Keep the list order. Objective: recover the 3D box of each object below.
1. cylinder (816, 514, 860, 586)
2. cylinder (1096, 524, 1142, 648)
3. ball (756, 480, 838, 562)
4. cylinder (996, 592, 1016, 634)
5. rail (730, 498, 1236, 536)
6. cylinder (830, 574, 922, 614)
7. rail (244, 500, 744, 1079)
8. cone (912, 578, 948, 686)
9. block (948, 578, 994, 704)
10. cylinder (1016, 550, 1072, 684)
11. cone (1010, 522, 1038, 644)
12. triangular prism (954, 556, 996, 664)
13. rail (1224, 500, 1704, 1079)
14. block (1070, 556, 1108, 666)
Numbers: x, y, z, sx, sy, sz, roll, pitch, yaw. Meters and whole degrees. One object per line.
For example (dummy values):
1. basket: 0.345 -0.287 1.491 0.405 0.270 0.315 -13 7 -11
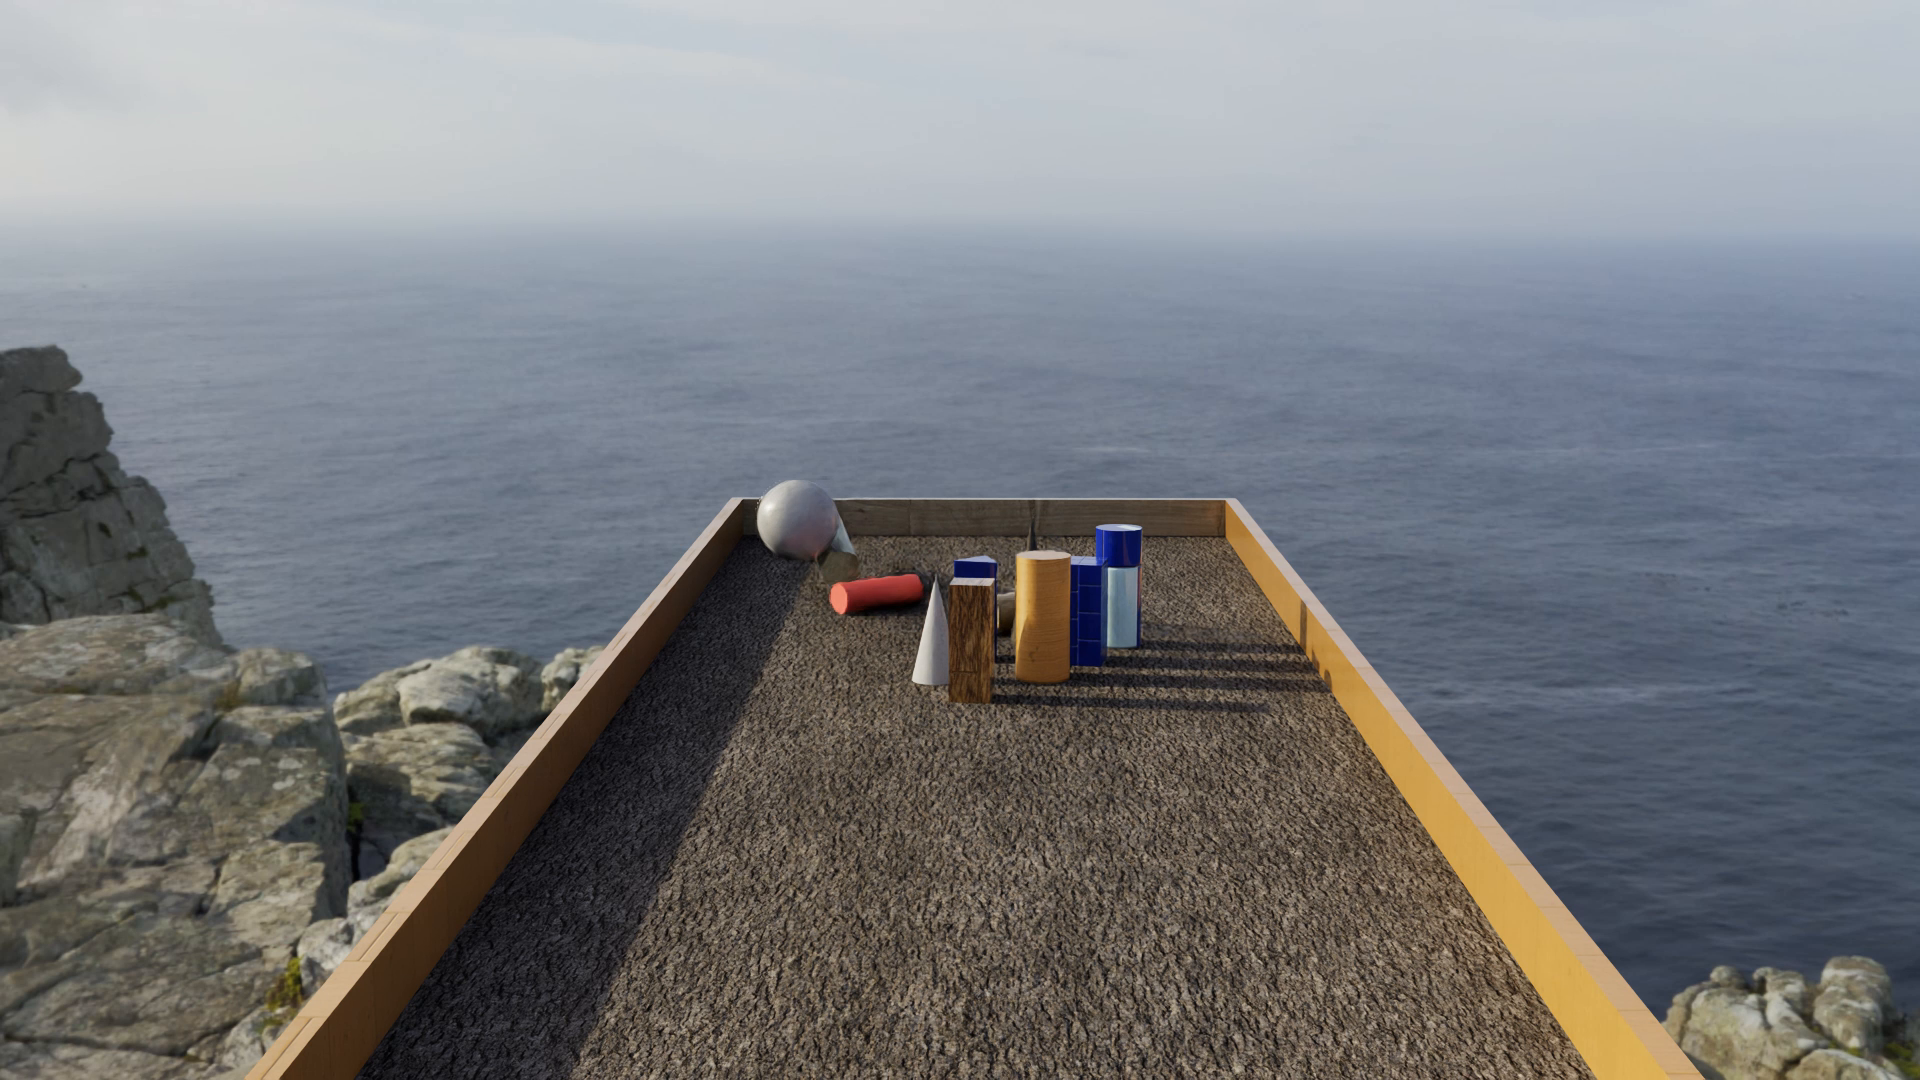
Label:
1. cylinder: -0.478 0.006 8.075 0.143 0.143 0.447 -2 26 -14
2. cylinder: 0.497 0.145 6.906 0.145 0.372 0.145 0 9 0
3. ball: -0.578 -0.070 7.843 0.292 0.292 0.292 0 9 0
4. cylinder: 0.241 0.226 7.183 0.369 0.126 0.126 -6 11 -35
5. rail: 0.099 -0.098 9.147 2.100 0.150 0.050 0 9 1
6. cylinder: -0.283 0.183 7.517 0.308 0.104 0.104 -6 11 -35
7. rail: -1.004 0.839 3.234 0.050 0.150 12.000 0 9 1
8. cone: -0.070 0.254 6.407 0.143 0.313 0.143 0 9 0
9. block: 0.034 0.281 6.170 0.116 0.334 0.116 1 9 7
10. cylinder: 0.243 0.224 6.430 0.160 0.365 0.160 0 9 0
11. cone: 0.226 0.125 6.942 0.136 0.401 0.136 0 9 0
12. triangular prism: 0.062 0.209 6.707 0.132 0.309 0.114 3 9 17
13. rail: 1.046 0.843 3.208 0.050 0.150 12.000 0 9 1
14. block: 0.362 0.215 6.669 0.154 0.309 0.154 2 9 11
